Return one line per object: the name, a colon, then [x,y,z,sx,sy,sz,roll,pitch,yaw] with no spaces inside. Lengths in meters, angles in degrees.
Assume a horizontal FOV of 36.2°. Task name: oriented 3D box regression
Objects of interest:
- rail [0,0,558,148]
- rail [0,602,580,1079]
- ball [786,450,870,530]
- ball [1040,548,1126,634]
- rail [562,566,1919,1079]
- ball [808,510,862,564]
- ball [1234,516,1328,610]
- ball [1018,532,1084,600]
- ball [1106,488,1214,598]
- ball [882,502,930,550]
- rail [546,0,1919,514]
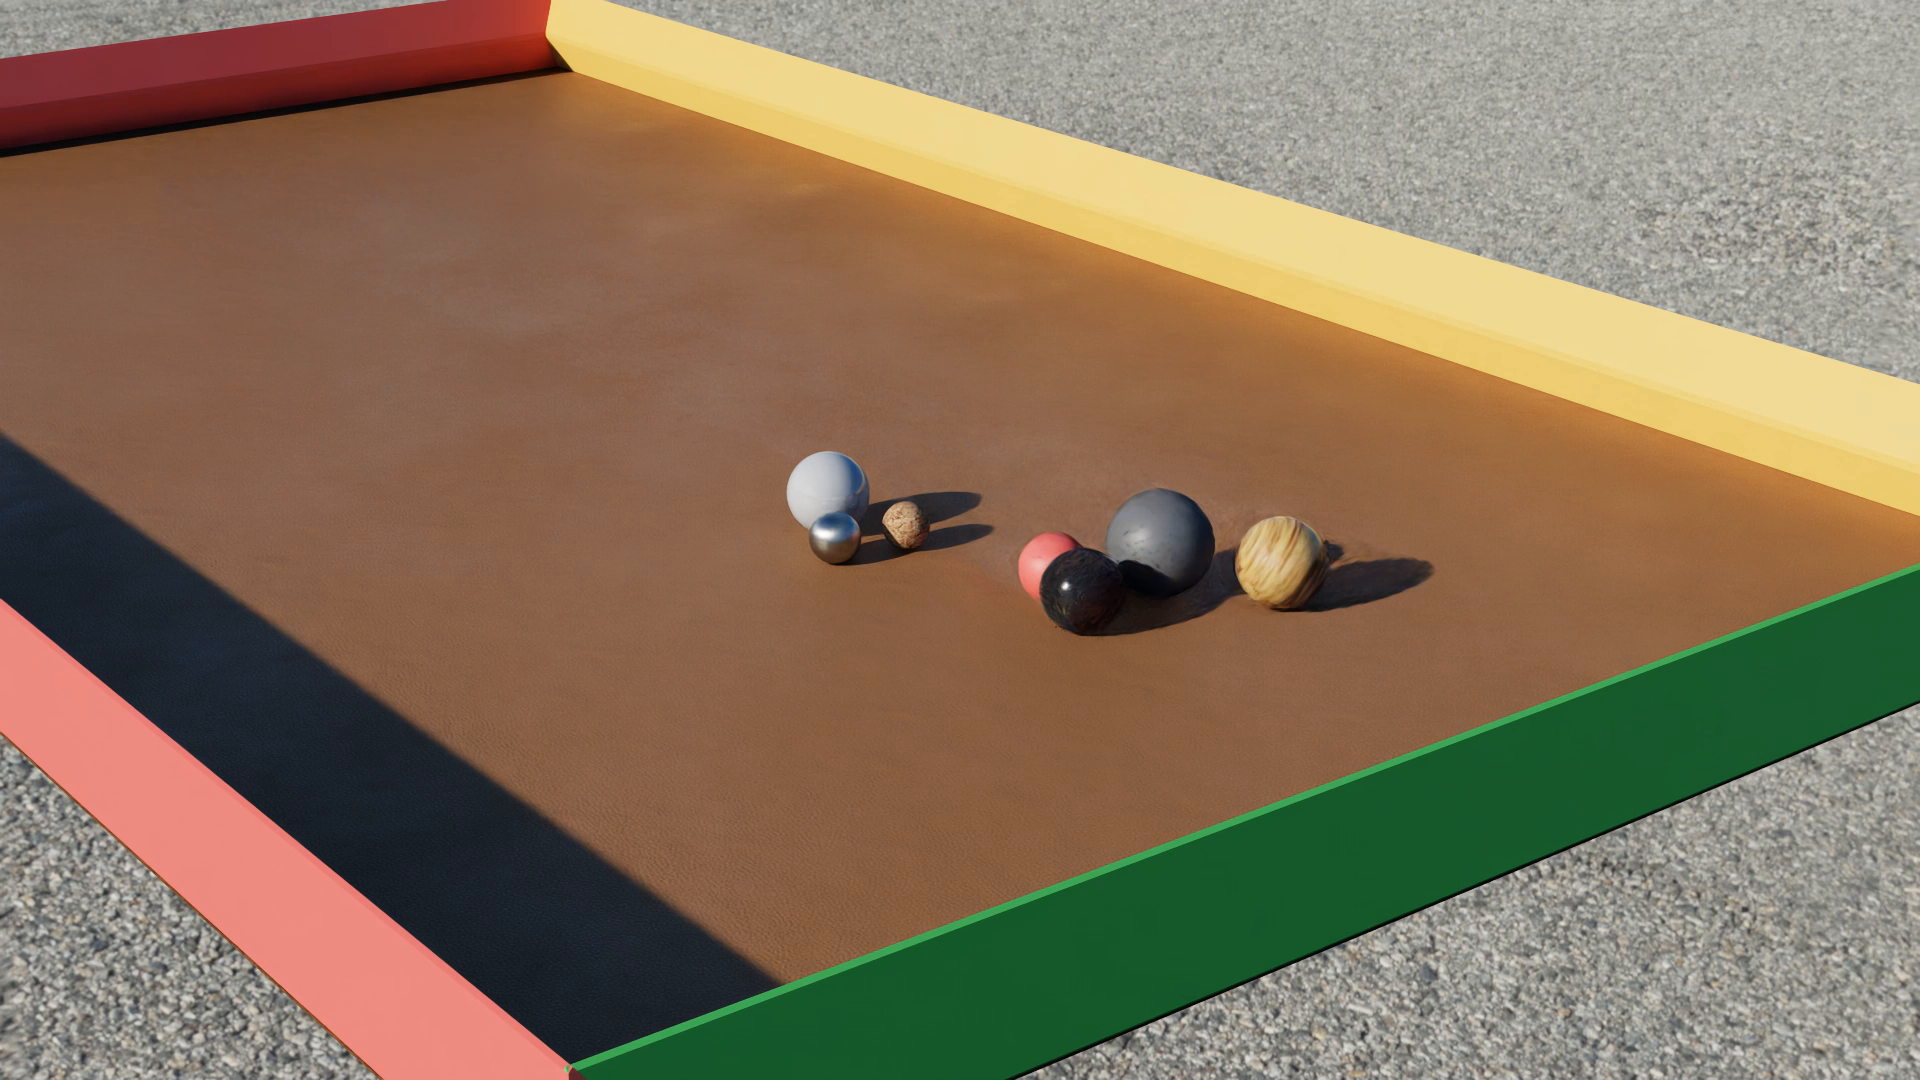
rail: [-1.231,-0.608,4.051,1.581,0.121,0.045,-16,26,-35]
rail: [-1.023,-0.054,2.627,0.045,0.121,2.724,-16,26,-35]
ball: [-0.119,-0.043,2.663,0.076,0.076,0.076,0,21,0]
ball: [0.102,0.042,2.450,0.072,0.072,0.072,0,21,0]
rail: [0.401,0.161,2.074,1.581,0.121,0.045,-16,26,-35]
ball: [-0.110,-0.002,2.599,0.047,0.047,0.047,0,21,0]
ball: [0.273,0.019,2.498,0.079,0.079,0.079,0,21,0]
ball: [0.080,0.024,2.511,0.061,0.061,0.061,0,21,0]
ball: [0.172,0.003,2.521,0.093,0.093,0.093,0,21,0]
ball: [-0.048,-0.013,2.631,0.043,0.043,0.043,0,21,0]
rail: [0.192,-0.393,3.498,0.045,0.121,2.724,-16,26,-35]
